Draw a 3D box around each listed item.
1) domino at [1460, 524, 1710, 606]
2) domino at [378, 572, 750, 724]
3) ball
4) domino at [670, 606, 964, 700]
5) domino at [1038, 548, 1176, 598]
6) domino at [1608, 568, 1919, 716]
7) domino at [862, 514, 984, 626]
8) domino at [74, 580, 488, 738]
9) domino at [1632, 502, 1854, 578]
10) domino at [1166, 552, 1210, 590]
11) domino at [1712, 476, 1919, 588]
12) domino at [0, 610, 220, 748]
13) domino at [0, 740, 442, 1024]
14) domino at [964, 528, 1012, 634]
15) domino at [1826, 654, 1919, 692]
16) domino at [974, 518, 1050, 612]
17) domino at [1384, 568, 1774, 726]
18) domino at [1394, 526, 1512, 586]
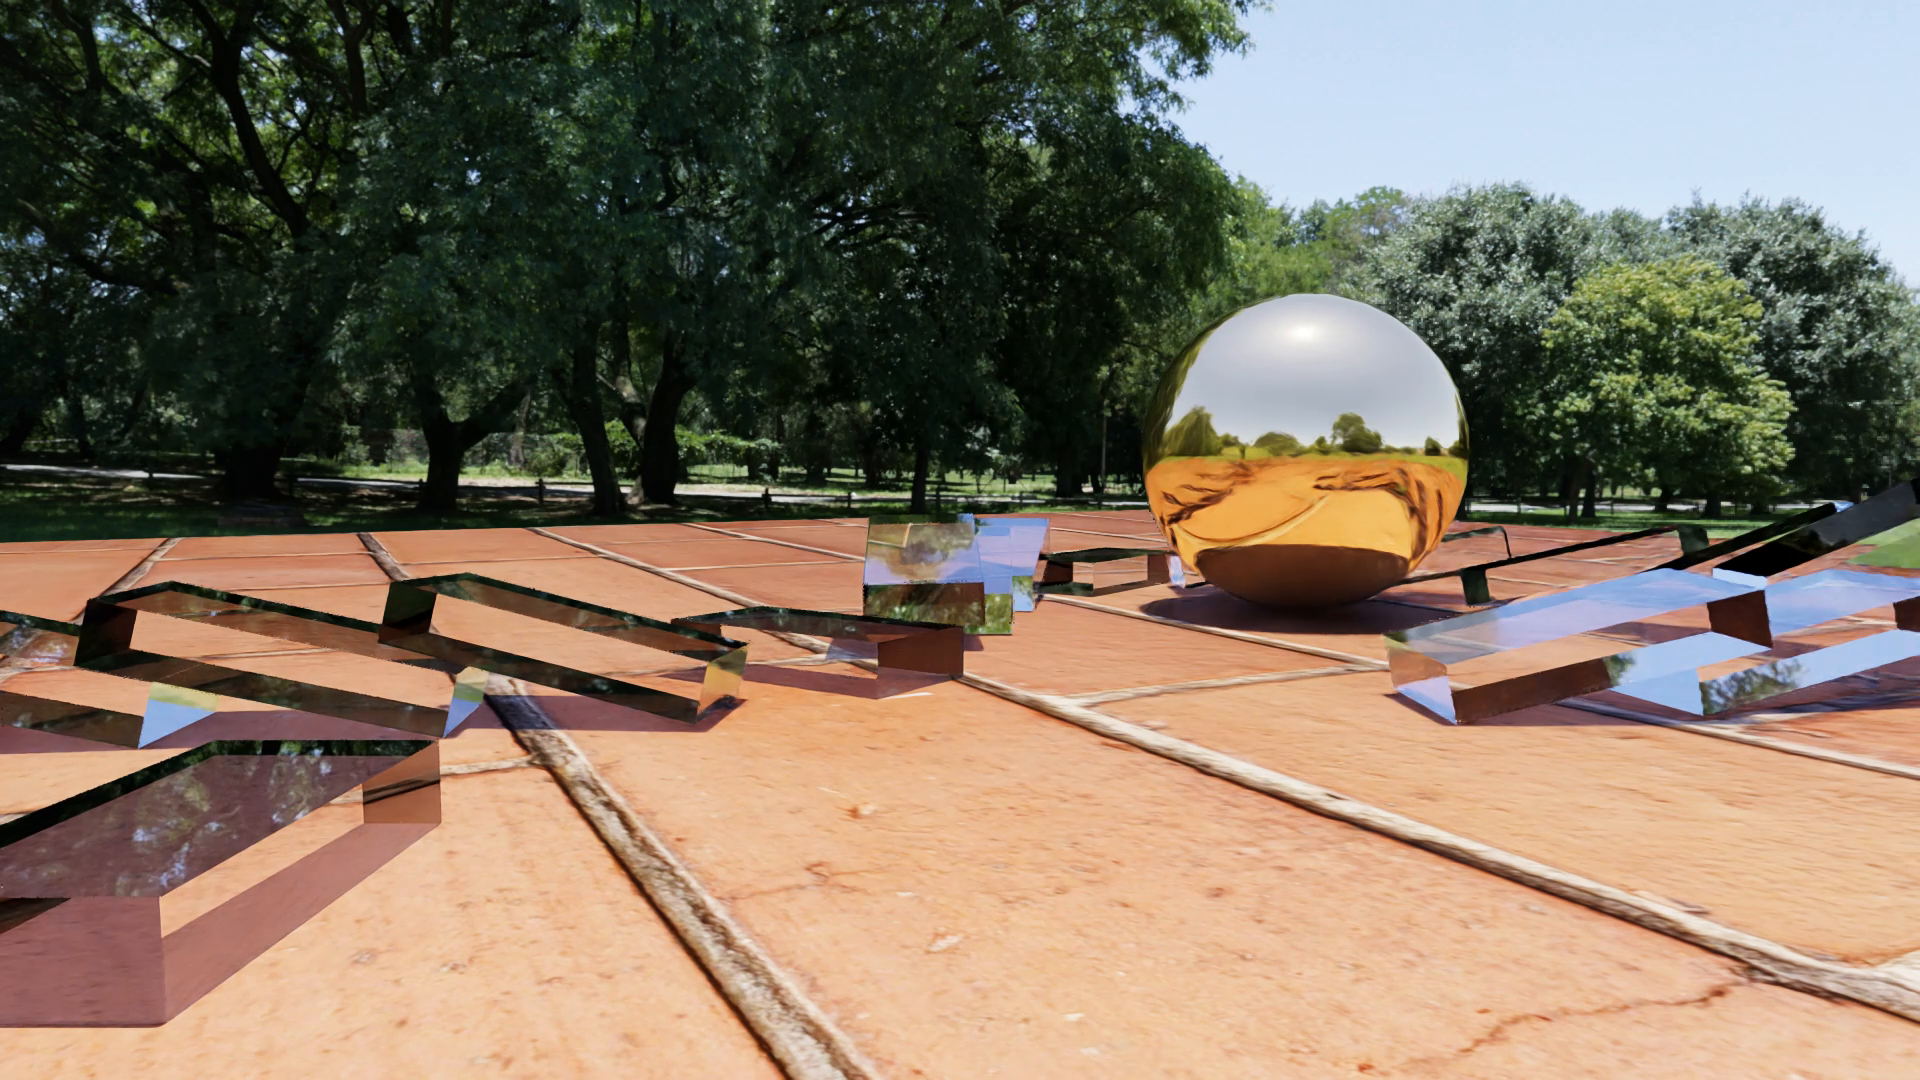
[{"bbox_3d":[0.152,0.007,0.313,0.050,0.009,0.025,-17,-13,42],"label":"domino"},{"bbox_3d":[-0.061,0.016,0.204,0.050,0.009,0.025,14,3,4],"label":"domino"},{"bbox_3d":[0.086,-0.022,0.325,0.080,0.080,0.080,0,4,0],"label":"ball"},{"bbox_3d":[-0.027,0.020,0.238,0.050,0.009,0.025,3,5,35],"label":"domino"},{"bbox_3d":[0.042,0.009,0.384,0.025,0.010,0.050,3,5,36],"label":"domino"},{"bbox_3d":[0.137,0.016,0.217,0.050,0.009,0.025,-13,7,-10],"label":"domino"},{"bbox_3d":[-0.008,0.006,0.288,0.025,0.009,0.050,-1,18,-2],"label":"domino"},{"bbox_3d":[-0.100,0.018,0.194,0.050,0.009,0.025,13,2,-9],"label":"domino"},{"bbox_3d":[0.169,0.006,0.277,0.025,0.009,0.050,1,-22,-35],"label":"domino"},{"bbox_3d":[0.087,0.004,0.372,0.050,0.010,0.025,-12,0,0],"label":"domino"},{"bbox_3d":[0.169,0.004,0.238,0.025,0.010,0.050,10,-21,-7],"label":"domino"},{"bbox_3d":[-0.140,0.018,0.188,0.050,0.009,0.025,13,2,-9],"label":"domino"},{"bbox_3d":[-0.071,0.029,0.119,0.025,0.010,0.050,0,4,0],"label":"domino"},{"bbox_3d":[0.000,0.009,0.310,0.025,0.009,0.050,0,18,2],"label":"domino"},{"bbox_3d":[0.179,0.020,0.237,0.050,0.010,0.025,-1,4,-12],"label":"domino"},{"bbox_3d":[0.010,0.006,0.351,0.025,0.010,0.050,1,18,9],"label":"domino"},{"bbox_3d":[0.098,0.016,0.207,0.050,0.009,0.025,-13,7,-1],"label":"domino"},{"bbox_3d":[0.125,0.006,0.356,0.050,0.009,0.025,-11,0,20],"label":"domino"}]
